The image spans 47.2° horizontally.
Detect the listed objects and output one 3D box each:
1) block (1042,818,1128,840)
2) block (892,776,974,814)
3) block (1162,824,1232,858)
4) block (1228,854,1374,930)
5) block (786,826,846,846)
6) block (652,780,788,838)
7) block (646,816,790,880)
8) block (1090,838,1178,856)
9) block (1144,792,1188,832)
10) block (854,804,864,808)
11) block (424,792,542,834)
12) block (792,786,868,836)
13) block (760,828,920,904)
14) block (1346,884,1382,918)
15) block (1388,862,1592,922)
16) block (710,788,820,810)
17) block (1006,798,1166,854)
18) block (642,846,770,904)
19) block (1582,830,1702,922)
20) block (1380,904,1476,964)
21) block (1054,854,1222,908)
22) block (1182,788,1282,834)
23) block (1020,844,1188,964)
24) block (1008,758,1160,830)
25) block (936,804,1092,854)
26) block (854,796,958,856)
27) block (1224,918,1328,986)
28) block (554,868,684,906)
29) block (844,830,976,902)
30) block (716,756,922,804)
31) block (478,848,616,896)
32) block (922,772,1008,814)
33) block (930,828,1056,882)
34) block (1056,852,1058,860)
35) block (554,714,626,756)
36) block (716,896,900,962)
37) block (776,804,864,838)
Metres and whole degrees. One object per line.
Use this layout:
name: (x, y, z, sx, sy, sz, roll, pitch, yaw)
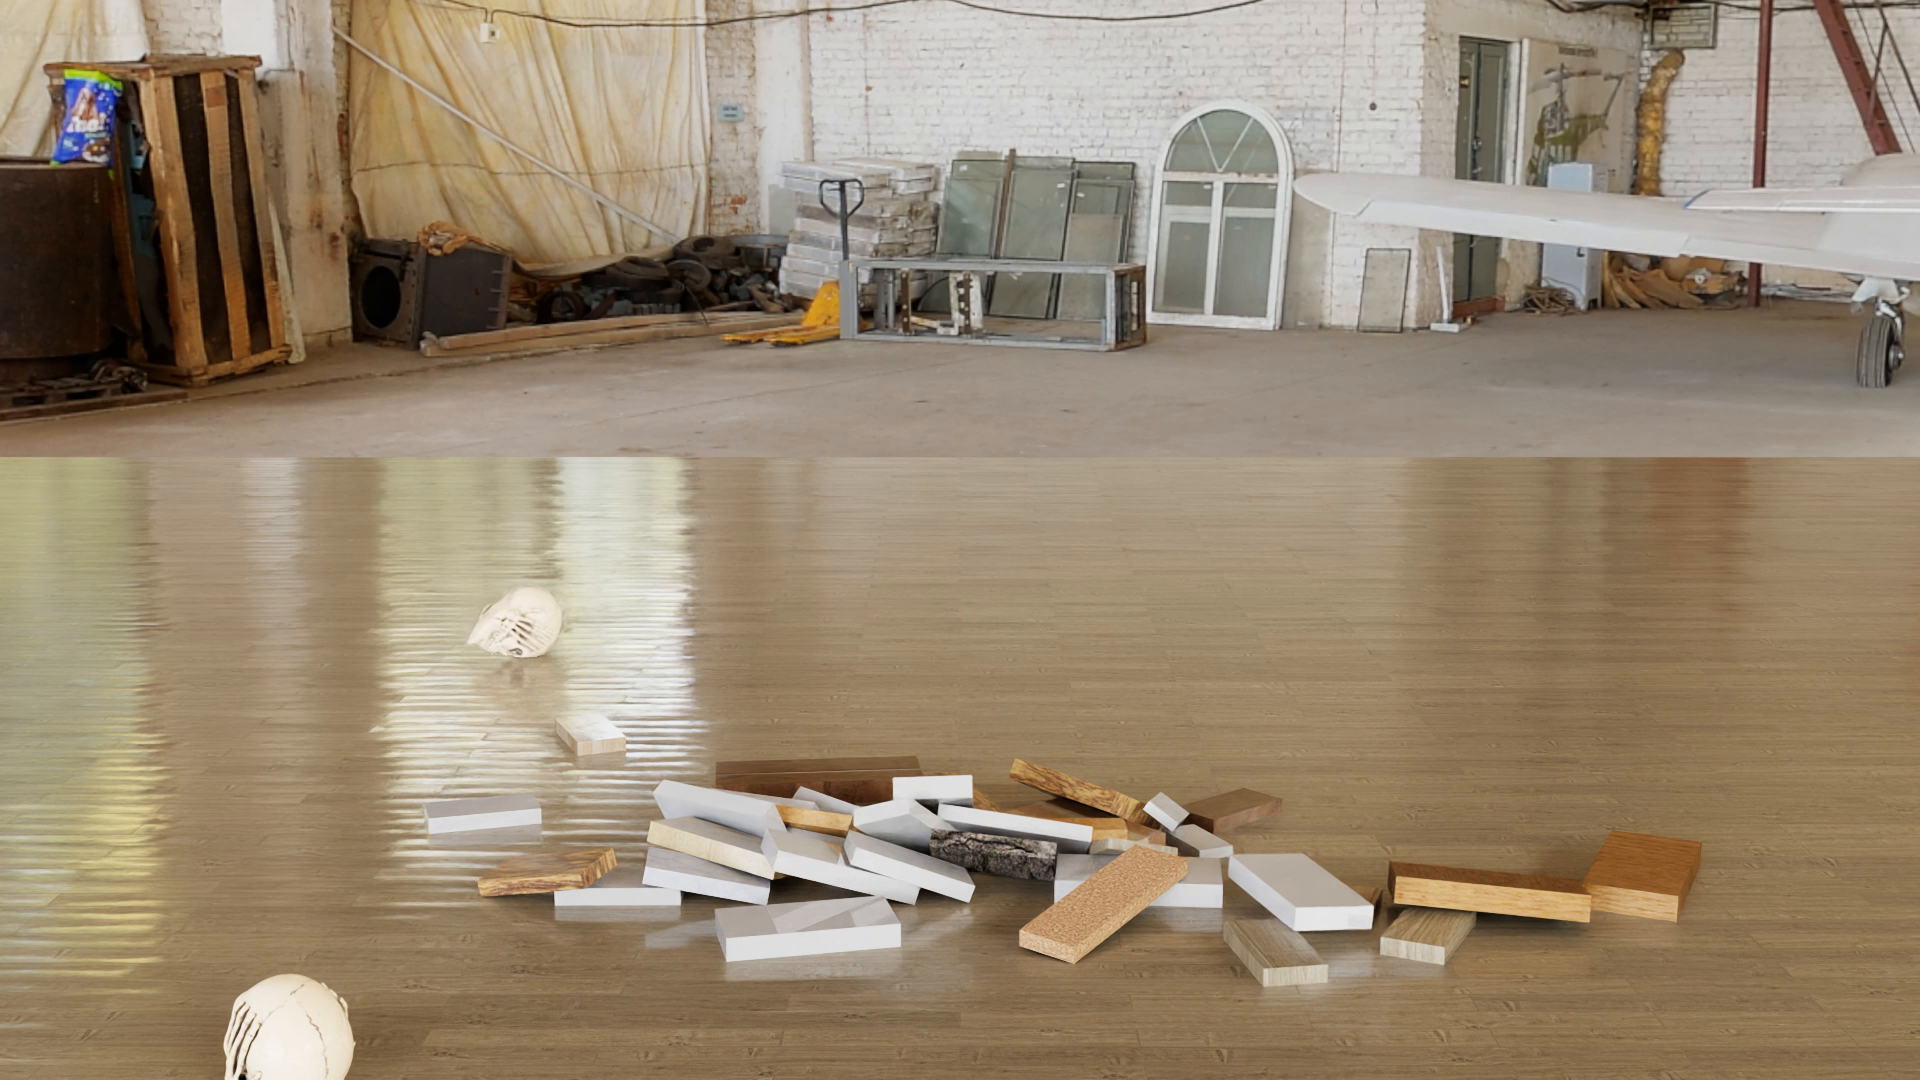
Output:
block: (0.203, 0.507, 3.854, 0.174, 0.018, 0.065, 0, 11, -2)
block: (-0.043, 0.455, 3.816, 0.133, 0.038, 0.266, -2, -17, 1)
block: (0.420, 0.537, 3.905, 0.067, 0.019, 0.134, -5, 12, -24)
block: (0.548, 0.567, 3.557, 0.133, 0.038, 0.266, 2, 10, -16)
block: (-0.237, 0.533, 3.801, 0.131, 0.065, 0.018, 6, 49, 31)
block: (-0.412, 0.494, 3.844, 0.248, 0.124, 0.035, 7, 43, 33)
block: (-0.391, 0.520, 3.729, 0.248, 0.035, 0.124, 13, 3, 23)
block: (0.296, 0.533, 3.757, 0.134, 0.019, 0.067, 12, -23, -23)
block: (0.372, 0.489, 3.963, 0.065, 0.018, 0.131, 37, 10, 11)
block: (-0.263, 0.495, 4.100, 0.101, 0.029, 0.202, -5, 12, -27)
block: (-0.881, 0.504, 4.056, 0.202, 0.029, 0.101, -3, 11, -18)
block: (-0.196, 0.500, 3.890, 0.211, 0.105, 0.030, 11, 59, 47)
block: (-0.198, 0.539, 3.637, 0.247, 0.035, 0.124, 16, 6, -16)
block: (0.645, 0.595, 3.588, 0.066, 0.019, 0.132, 4, 11, 20)
block: (0.852, 0.568, 3.556, 0.303, 0.043, 0.152, 5, 1, 7)
block: (-0.340, 0.494, 3.923, 0.211, 0.105, 0.030, 5, 56, 23)
block: (0.221, 0.522, 3.927, 0.137, 0.039, 0.275, -9, 14, -39)
block: (-0.420, 0.557, 3.648, 0.206, 0.029, 0.103, 11, 9, -7)
block: (1.149, 0.562, 3.701, 0.152, 0.043, 0.303, 5, 12, 25)
block: (0.739, 0.614, 3.462, 0.100, 0.028, 0.200, 5, 12, 26)
block: (0.298, 0.569, 3.677, 0.275, 0.039, 0.137, 1, 11, 4)
block: (0.498, 0.501, 4.075, 0.190, 0.027, 0.095, -9, 14, -41)
block: (0.234, 0.578, 3.518, 0.100, 0.028, 0.352, 12, 23, 33)
block: (0.231, 0.469, 4.050, 0.137, 0.039, 0.274, 27, -9, -40)
block: (0.090, 0.498, 3.766, 0.264, 0.027, 0.095, 9, -24, -1)
block: (-0.082, 0.493, 3.720, 0.105, 0.030, 0.210, -15, -32, 23)
block: (0.482, 0.631, 3.372, 0.100, 0.028, 0.200, -2, 11, -10)
block: (-0.563, 0.576, 3.662, 0.206, 0.029, 0.103, 0, 11, 0)
block: (-0.085, 0.540, 3.644, 0.210, 0.030, 0.105, 20, 5, -12)
block: (-0.266, 0.453, 4.132, 0.383, 0.043, 0.152, -1, 11, -6)
block: (-0.686, 0.553, 3.654, 0.206, 0.029, 0.103, -8, 11, 25)
block: (0.028, 0.487, 4.016, 0.066, 0.019, 0.349, 0, 12, -25)
block: (0.057, 0.530, 3.699, 0.210, 0.030, 0.105, 6, -29, 5)
block: (0.128, 0.554, 3.811, 0.132, 0.019, 0.066, 0, 11, -1)
block: (-0.772, 0.405, 4.588, 0.101, 0.029, 0.202, -4, 11, -23)
block: (-0.240, 0.610, 3.459, 0.273, 0.038, 0.133, -3, 11, -13)
block: (-0.269, 0.508, 3.846, 0.211, 0.105, 0.030, 5, 55, 24)
